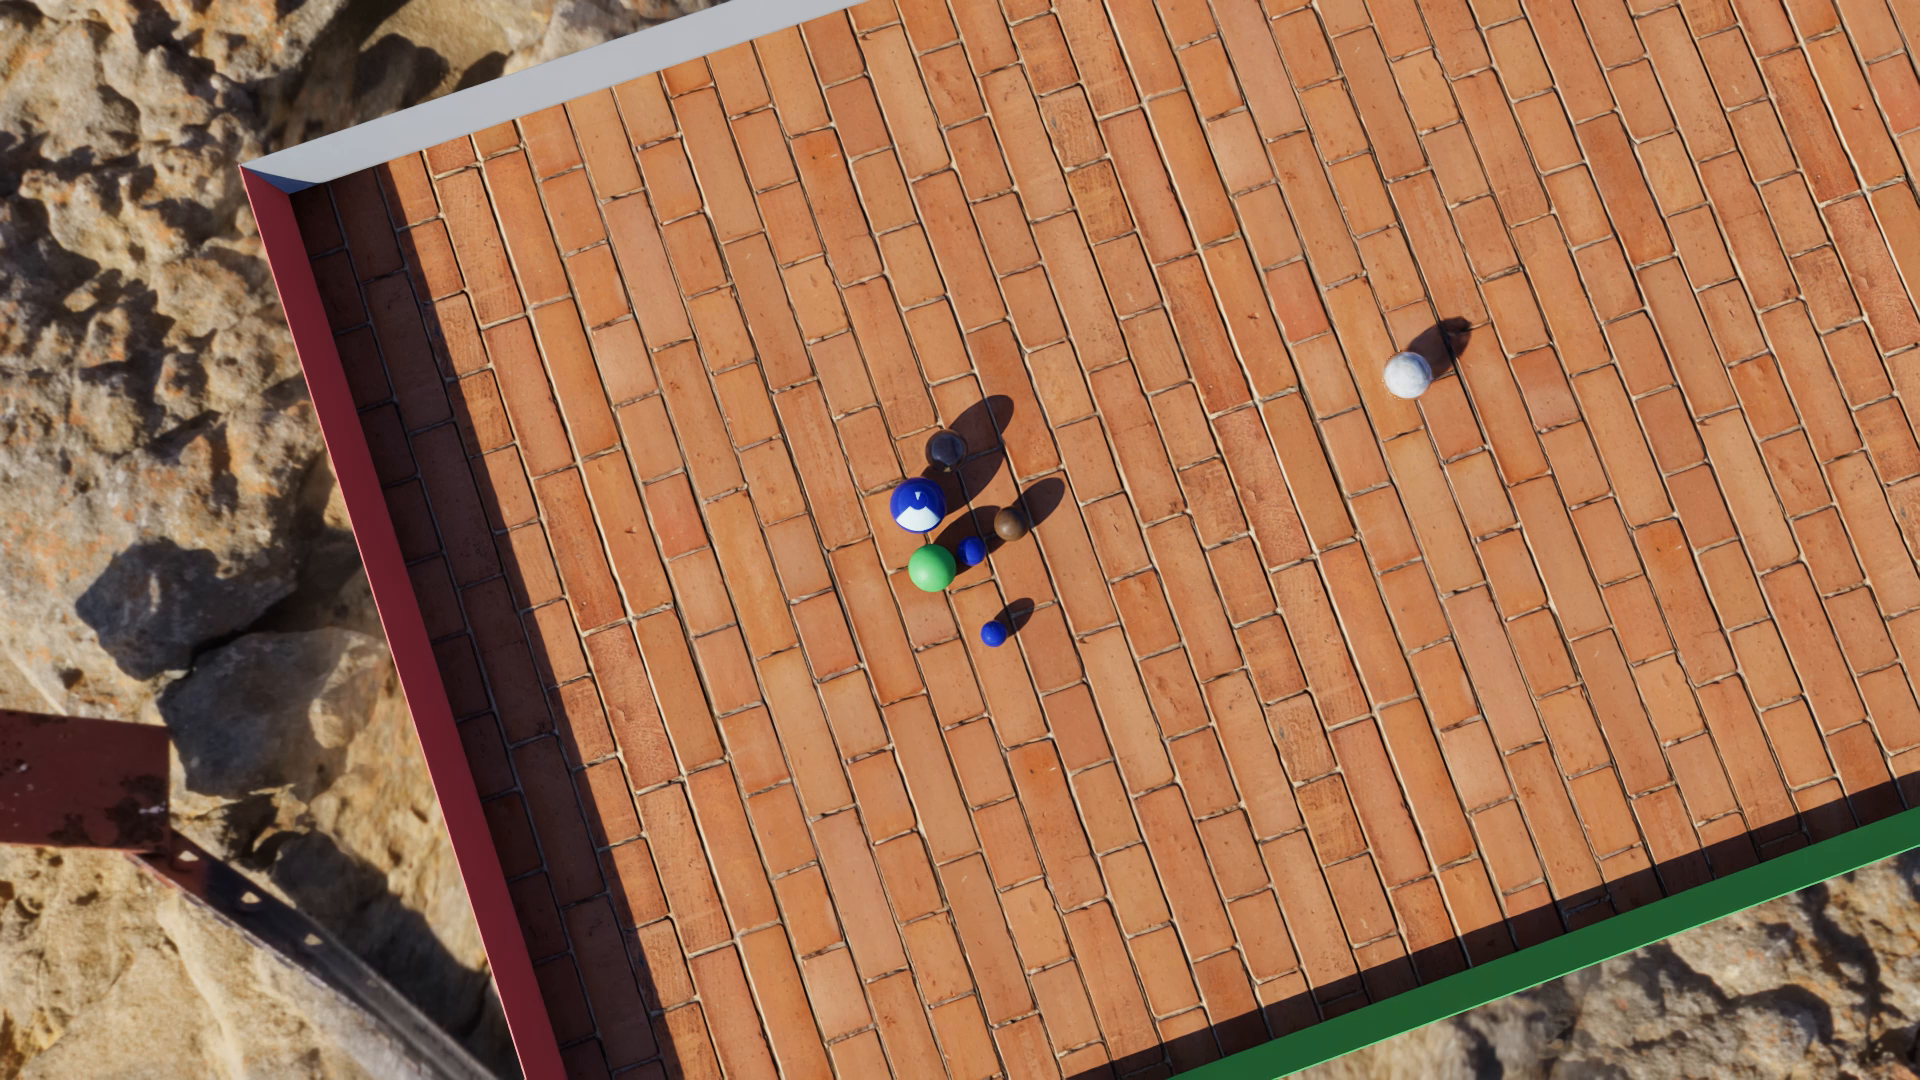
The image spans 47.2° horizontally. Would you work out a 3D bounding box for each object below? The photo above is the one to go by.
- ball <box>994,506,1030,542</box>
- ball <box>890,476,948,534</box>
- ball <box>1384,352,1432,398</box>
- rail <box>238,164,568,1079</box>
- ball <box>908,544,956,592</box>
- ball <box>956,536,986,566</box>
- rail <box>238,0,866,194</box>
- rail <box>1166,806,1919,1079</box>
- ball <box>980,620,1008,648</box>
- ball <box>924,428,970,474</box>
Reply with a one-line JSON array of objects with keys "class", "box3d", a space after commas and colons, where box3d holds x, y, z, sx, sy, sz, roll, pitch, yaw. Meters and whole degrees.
[{"class": "ball", "box3d": [0.077, -0.024, 3.283, 0.054, 0.054, 0.054, 0, 81, 0]}, {"class": "ball", "box3d": [-0.062, -0.052, 3.271, 0.086, 0.086, 0.086, 0, 81, 0]}, {"class": "ball", "box3d": [0.674, -0.248, 3.309, 0.070, 0.070, 0.070, 0, 81, 0]}, {"class": "rail", "box3d": [-0.763, 0.261, 3.209, 0.045, 0.111, 1.760, -19, 82, -3]}, {"class": "ball", "box3d": [-0.041, 0.042, 3.264, 0.072, 0.072, 0.072, 0, 81, 0]}, {"class": "ball", "box3d": [0.017, 0.016, 3.281, 0.045, 0.045, 0.045, 0, 81, 0]}, {"class": "rail", "box3d": [0.501, -1.075, 3.412, 3.328, 0.111, 0.045, -19, 82, -3]}, {"class": "rail", "box3d": [1.069, 0.522, 3.170, 3.328, 0.111, 0.045, -19, 82, -3]}, {"class": "ball", "box3d": [0.050, 0.139, 3.264, 0.041, 0.041, 0.041, 0, 81, 0]}, {"class": "ball", "box3d": [-0.020, -0.133, 3.293, 0.067, 0.067, 0.067, 0, 81, 0]}]
